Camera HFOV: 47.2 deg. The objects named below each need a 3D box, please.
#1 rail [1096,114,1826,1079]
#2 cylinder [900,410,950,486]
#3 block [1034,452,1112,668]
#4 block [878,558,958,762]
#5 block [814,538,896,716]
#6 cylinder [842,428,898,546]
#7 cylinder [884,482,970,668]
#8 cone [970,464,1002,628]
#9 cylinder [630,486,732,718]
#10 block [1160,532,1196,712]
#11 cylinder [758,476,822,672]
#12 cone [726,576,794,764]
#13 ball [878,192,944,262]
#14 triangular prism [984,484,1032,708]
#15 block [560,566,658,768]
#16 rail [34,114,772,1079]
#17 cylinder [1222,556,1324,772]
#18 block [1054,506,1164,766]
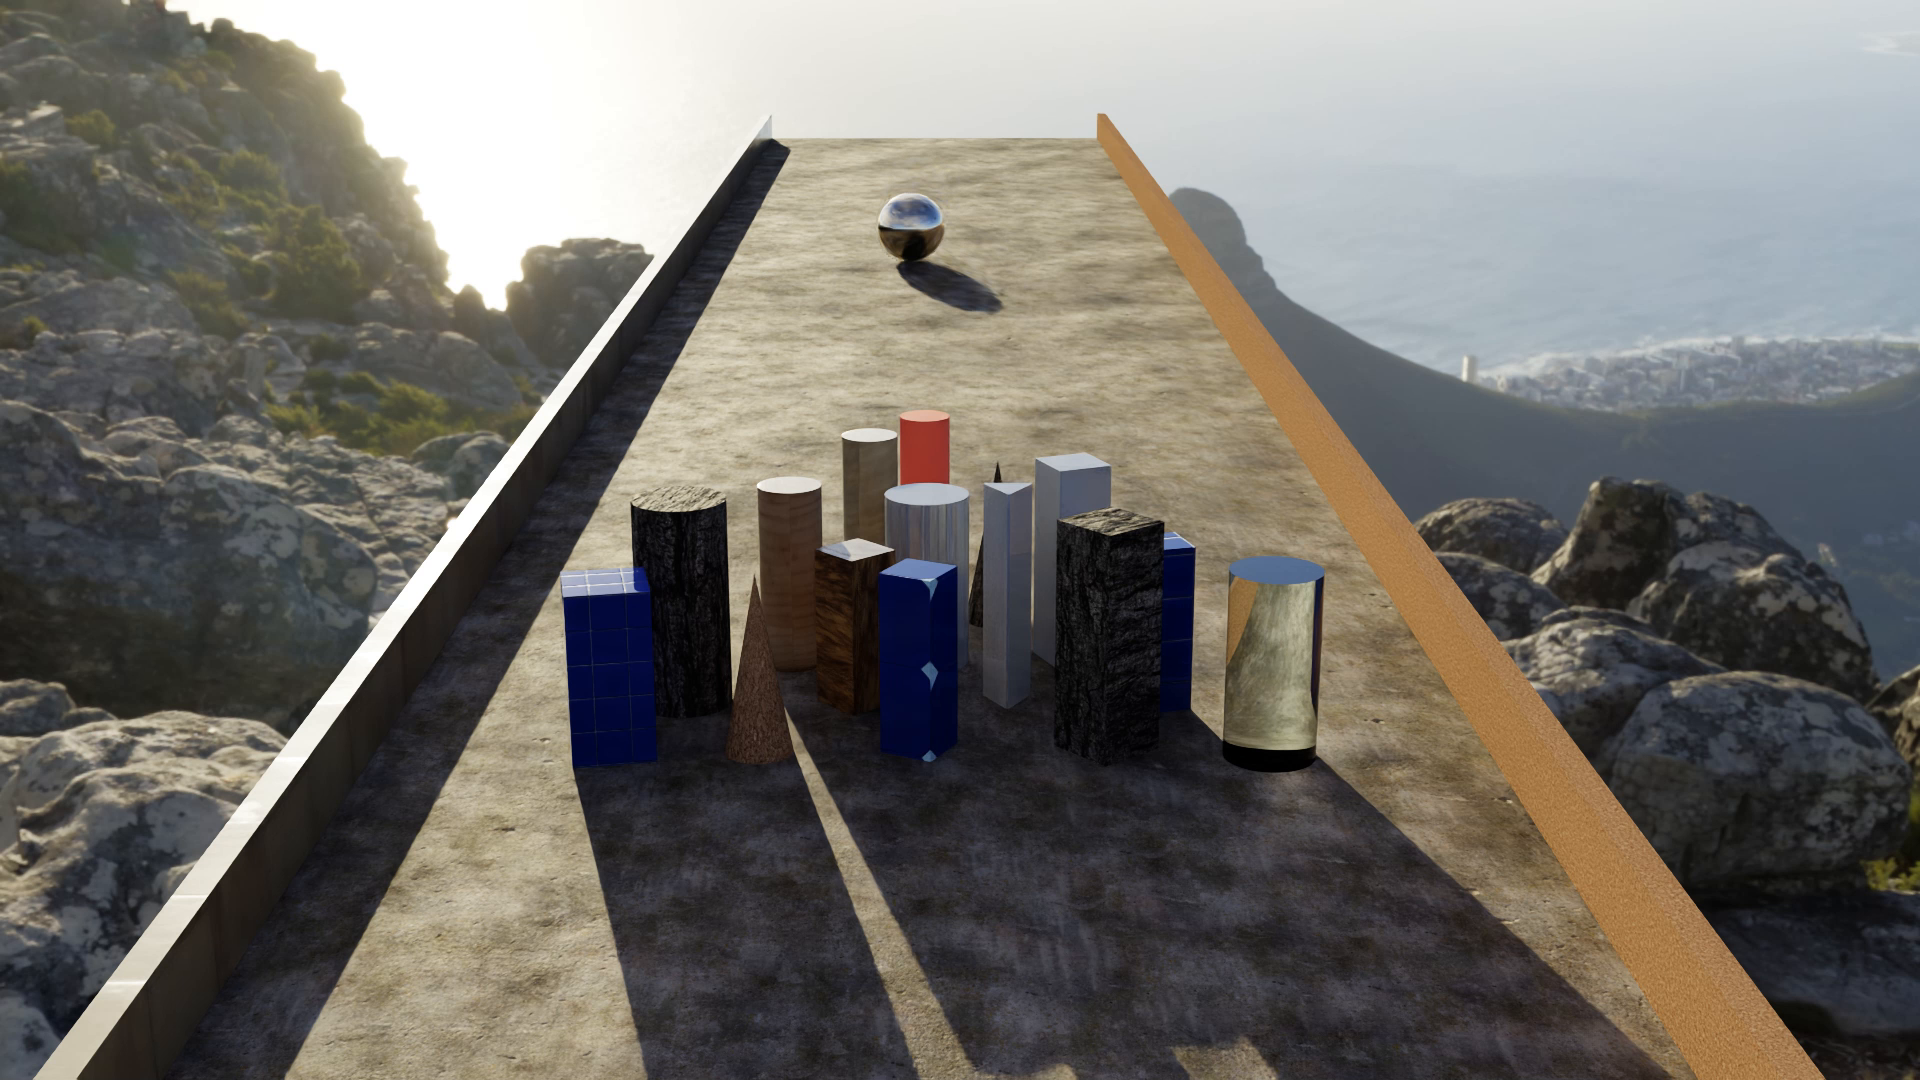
[{"bbox_3d":[0.932,-0.844,7.801,0.050,0.150,12.000,0,17,-1],"label":"rail"},{"bbox_3d":[-0.078,-0.091,4.871,0.109,0.378,0.109,0,17,0],"label":"cylinder"},{"bbox_3d":[0.222,0.041,4.376,0.112,0.406,0.112,-7,18,-22],"label":"block"},{"bbox_3d":[-0.074,0.213,3.920,0.102,0.336,0.102,8,19,26],"label":"block"},{"bbox_3d":[-0.196,0.163,4.150,0.107,0.302,0.107,-15,22,-41],"label":"block"},{"bbox_3d":[-0.188,-0.030,4.638,0.116,0.394,0.116,0,17,0],"label":"cylinder"},{"bbox_3d":[-0.065,0.075,4.368,0.167,0.346,0.167,0,17,0],"label":"cylinder"},{"bbox_3d":[0.079,0.001,4.616,0.135,0.347,0.135,0,17,0],"label":"cone"},{"bbox_3d":[-0.522,0.116,4.135,0.177,0.401,0.177,0,17,0],"label":"cylinder"},{"bbox_3d":[0.372,0.156,4.140,0.103,0.320,0.103,-5,17,-15],"label":"block"},{"bbox_3d":[-0.334,0.068,4.356,0.126,0.366,0.126,0,17,0],"label":"cylinder"},{"bbox_3d":[-0.360,0.218,3.903,0.123,0.336,0.123,0,17,0],"label":"cone"},{"bbox_3d":[-0.202,-1.291,9.077,0.280,0.280,0.280,0,17,0],"label":"ball"},{"bbox_3d":[0.078,0.101,4.149,0.077,0.421,0.089,9,19,29],"label":"triangular prism"},{"bbox_3d":[-0.625,0.225,3.913,0.149,0.317,0.149,-3,17,-11],"label":"block"},{"bbox_3d":[-1.118,-0.838,7.780,0.050,0.150,12.000,0,17,-1],"label":"rail"},{"bbox_3d":[0.553,0.218,3.885,0.166,0.346,0.166,0,17,0],"label":"cylinder"},{"bbox_3d":[0.264,0.170,3.911,0.133,0.425,0.133,-14,21,-39],"label":"block"}]
